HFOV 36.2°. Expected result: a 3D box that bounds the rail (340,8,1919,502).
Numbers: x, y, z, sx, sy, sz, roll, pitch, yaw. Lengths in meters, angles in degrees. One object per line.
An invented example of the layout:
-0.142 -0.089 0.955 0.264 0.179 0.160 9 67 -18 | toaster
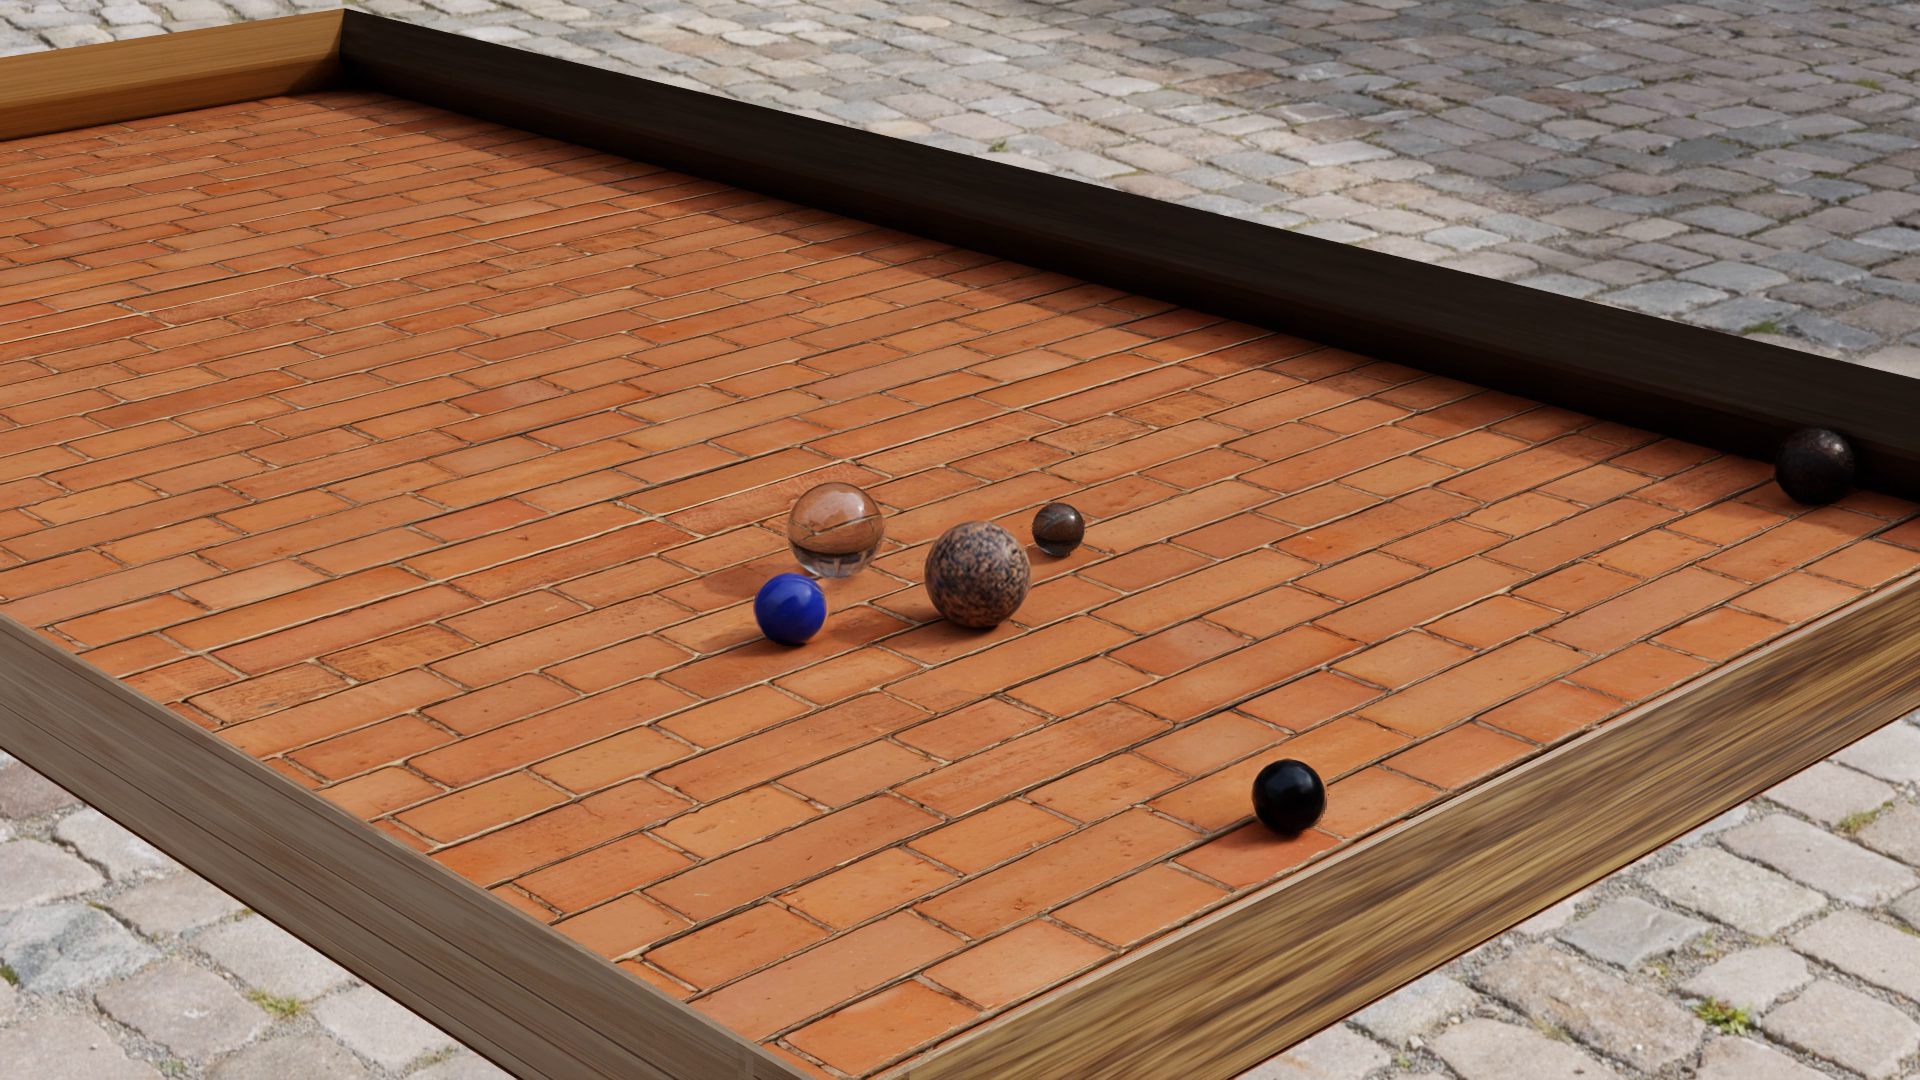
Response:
0.048 -0.414 3.755 0.045 0.124 3.092 -18 27 -40 | rail

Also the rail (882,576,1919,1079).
0.517 0.163 2.203 1.655 0.124 0.045 -18 27 -40 | rail

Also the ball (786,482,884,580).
-0.115 -0.009 2.715 0.090 0.090 0.090 0 20 0 | ball

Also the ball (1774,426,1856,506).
0.844 -0.073 2.906 0.078 0.078 0.078 0 20 0 | ball

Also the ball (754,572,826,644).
-0.148 0.060 2.570 0.063 0.063 0.063 0 20 0 | ball

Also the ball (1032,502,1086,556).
0.093 -0.010 2.776 0.050 0.050 0.050 0 20 0 | ball

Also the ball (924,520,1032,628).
0.016 0.030 2.603 0.095 0.095 0.095 0 20 0 | ball

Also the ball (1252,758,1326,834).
0.248 0.193 2.220 0.056 0.056 0.056 0 20 0 | ball

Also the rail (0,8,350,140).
-1.585 -0.604 4.267 1.655 0.124 0.045 -18 27 -40 | rail

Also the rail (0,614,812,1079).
-1.115 -0.028 2.715 0.045 0.124 3.092 -18 27 -40 | rail
